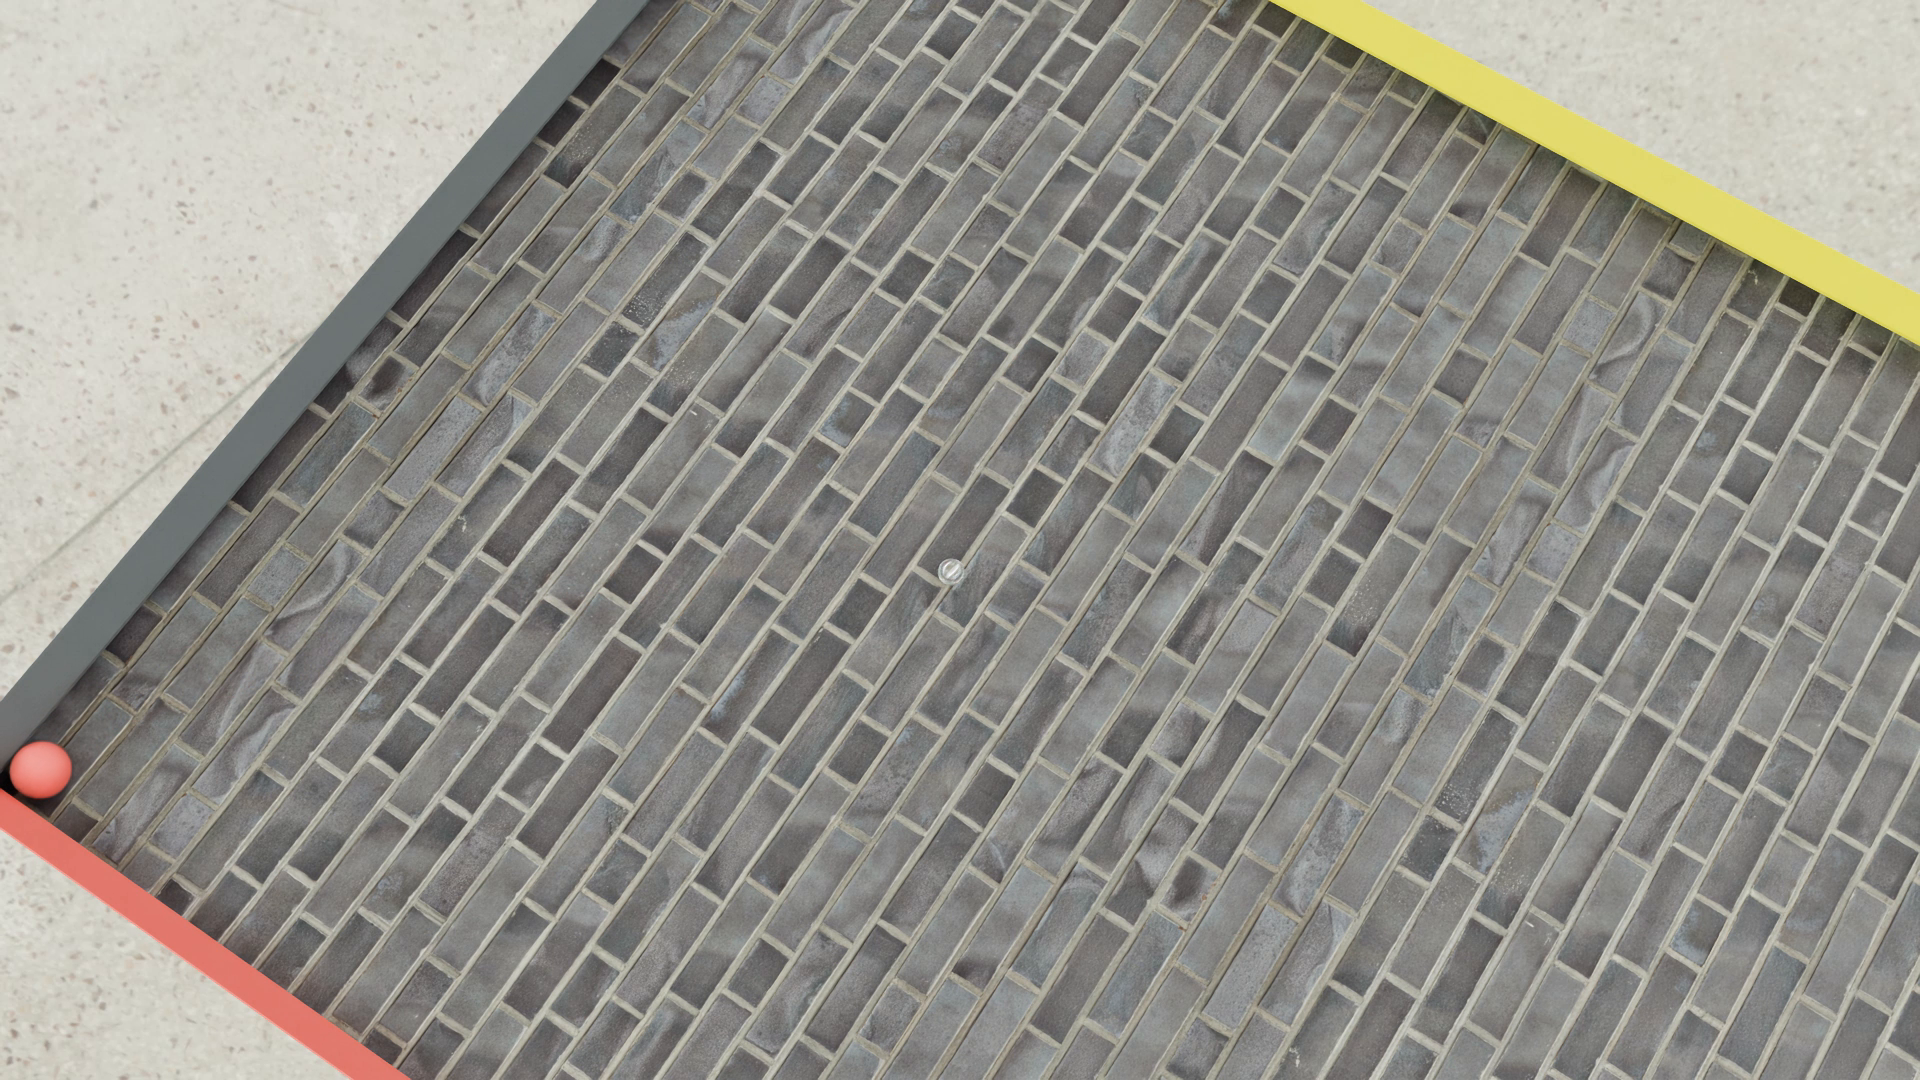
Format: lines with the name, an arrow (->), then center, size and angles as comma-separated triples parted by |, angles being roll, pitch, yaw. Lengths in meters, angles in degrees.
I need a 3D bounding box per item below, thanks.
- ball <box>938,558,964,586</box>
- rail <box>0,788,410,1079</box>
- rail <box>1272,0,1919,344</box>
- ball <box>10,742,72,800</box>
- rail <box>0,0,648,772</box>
ball -> -0.014, 0.050, 3.472 | 0.043, 0.043, 0.043 | 0, 68, 0
rail -> 0.243, 1.422, 2.891 | 4.184, 0.113, 0.045 | 31, 72, 12
rail -> 1.508, -0.376, 3.603 | 4.184, 0.113, 0.045 | 31, 72, 12
ball -> -1.392, 0.349, 3.331 | 0.087, 0.087, 0.087 | 0, 68, 0
rail -> -0.856, -0.529, 3.663 | 0.045, 0.113, 2.358 | 31, 72, 12
